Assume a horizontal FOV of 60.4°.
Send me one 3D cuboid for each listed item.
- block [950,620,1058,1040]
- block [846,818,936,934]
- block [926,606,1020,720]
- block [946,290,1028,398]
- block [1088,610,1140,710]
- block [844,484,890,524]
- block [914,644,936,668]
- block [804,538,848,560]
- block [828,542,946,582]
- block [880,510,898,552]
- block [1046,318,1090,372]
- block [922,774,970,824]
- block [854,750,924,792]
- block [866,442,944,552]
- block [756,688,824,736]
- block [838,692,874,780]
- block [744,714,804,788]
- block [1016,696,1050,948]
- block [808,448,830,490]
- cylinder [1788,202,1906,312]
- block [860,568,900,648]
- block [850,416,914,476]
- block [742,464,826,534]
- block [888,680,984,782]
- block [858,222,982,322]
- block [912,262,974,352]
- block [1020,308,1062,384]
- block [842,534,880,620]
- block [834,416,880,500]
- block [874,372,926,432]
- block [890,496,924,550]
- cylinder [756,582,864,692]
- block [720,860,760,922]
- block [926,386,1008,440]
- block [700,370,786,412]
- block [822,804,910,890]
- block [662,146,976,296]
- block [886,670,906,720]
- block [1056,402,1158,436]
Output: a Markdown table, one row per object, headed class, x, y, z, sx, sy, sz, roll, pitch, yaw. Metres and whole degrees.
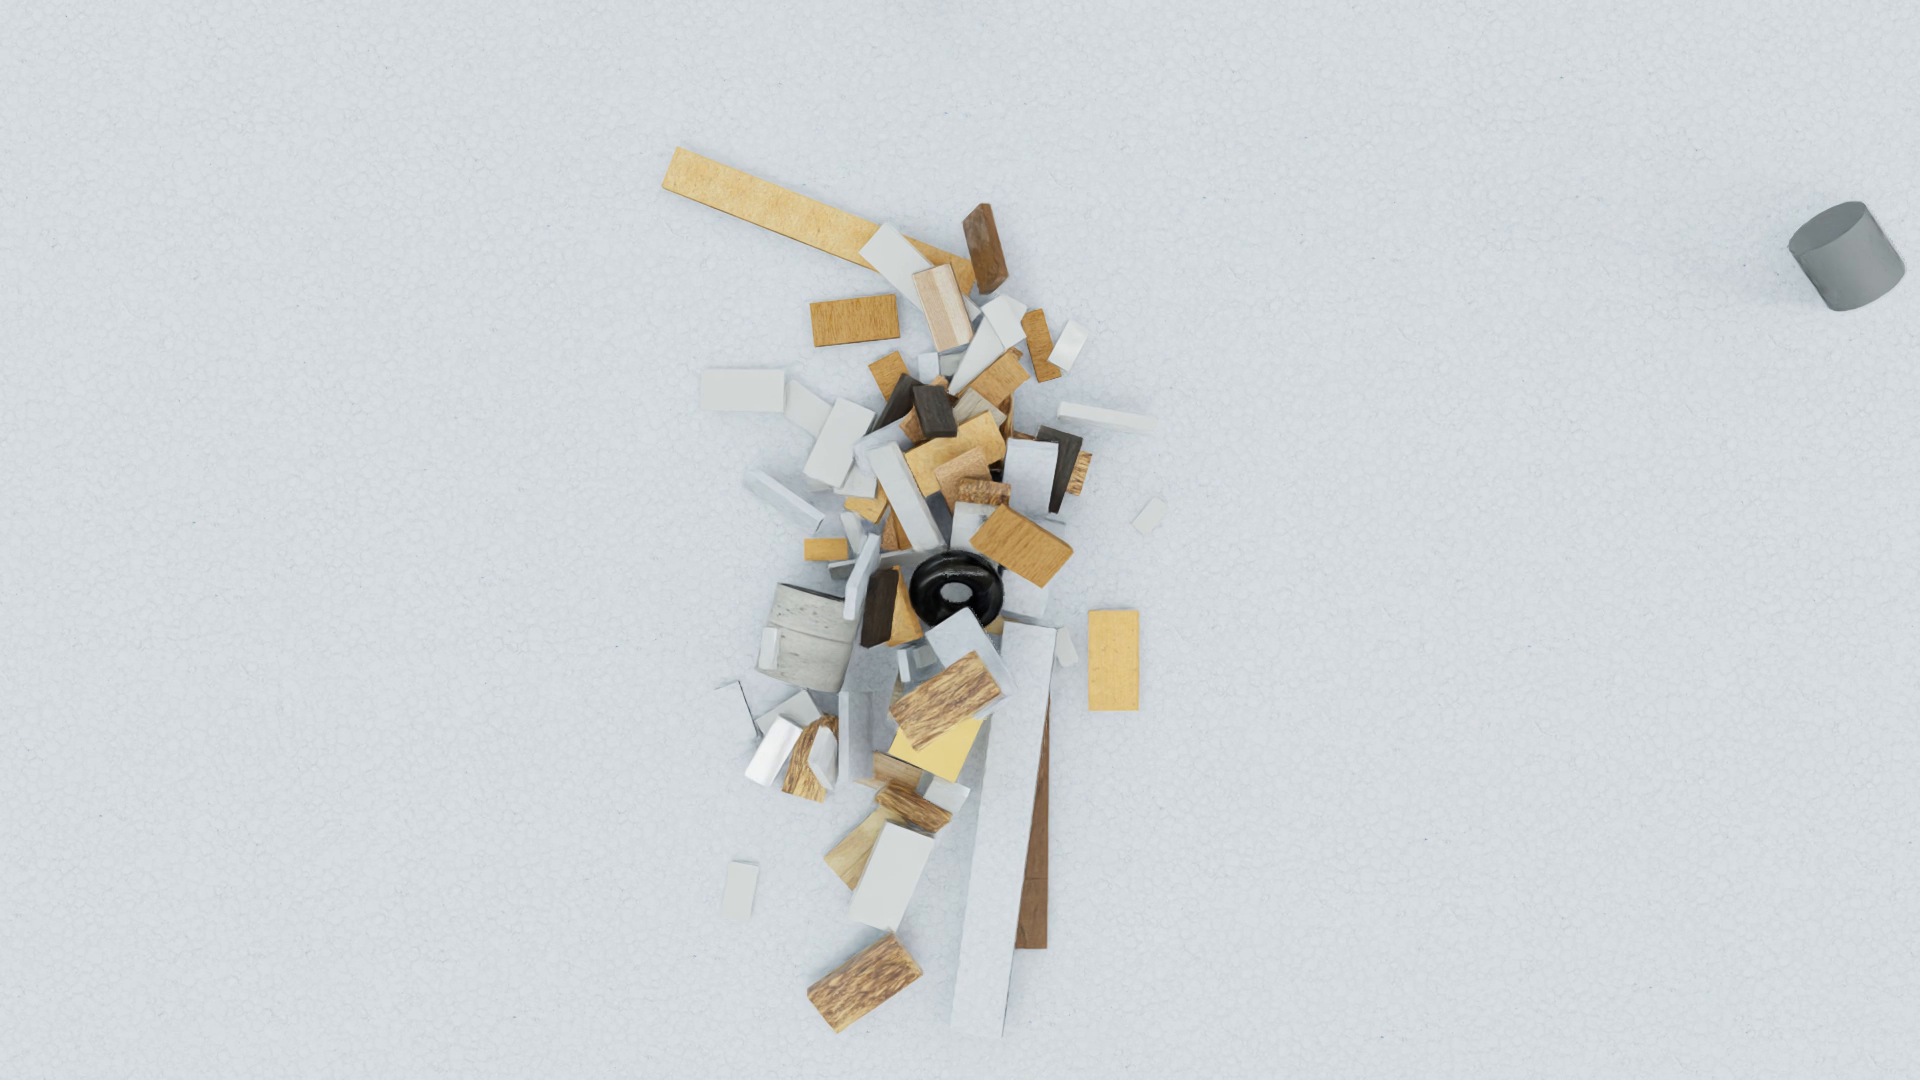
| class | x | y | z | sx | sy | sz | roll | pitch | yaw |
| --- | --- | --- | --- | --- | --- | --- | --- | --- | --- |
| block | 0.145 | 0.955 | 5.447 | 0.173 | 0.049 | 1.365 | 8 | 91 | 10 |
| block | -0.230 | 1.109 | 5.444 | 0.173 | 0.049 | 0.346 | 22 | 95 | -11 |
| block | 0.040 | 0.394 | 5.291 | 0.165 | 0.047 | 0.330 | -33 | 67 | 3 |
| block | 0.088 | -0.625 | 5.411 | 0.112 | 0.032 | 0.369 | 26 | 93 | -13 |
| block | 0.509 | 0.399 | 5.477 | 0.165 | 0.047 | 0.330 | 0 | 90 | 0 |
| block | -0.270 | -0.189 | 5.458 | 0.125 | 0.035 | 0.249 | 27 | 86 | 15 |
| block | -0.115 | 0.381 | 5.437 | 0.018 | 0.130 | 0.065 | -12 | 90 | 22 |
| block | -0.445 | 0.031 | 5.490 | 0.144 | 0.020 | 0.072 | -1 | 90 | 0 |
| block | -0.237 | 0.071 | 5.470 | 0.395 | 0.065 | 0.018 | -11 | 46 | 0 |
| block | -0.194 | -0.054 | 5.464 | 0.095 | 0.027 | 0.191 | 19 | 93 | -24 |
| block | 0.361 | -0.645 | 5.475 | 0.080 | 0.023 | 0.159 | 29 | 83 | -7 |
| block | -0.055 | 0.847 | 5.388 | 0.122 | 0.243 | 0.034 | 24 | 58 | 0 |
| block | -0.252 | 0.775 | 5.483 | 0.235 | 0.033 | 0.117 | 22 | 90 | 0 |
| block | -0.177 | -0.138 | 5.347 | 0.108 | 0.031 | 0.378 | -12 | 113 | 36 |
| block | -0.561 | 0.587 | 5.450 | 0.210 | 0.030 | 0.105 | -33 | 83 | 17 |
| block | -0.340 | 0.640 | 5.399 | 0.040 | 0.143 | 0.285 | -4 | 84 | 32 |
| block | -0.614 | 0.697 | 5.447 | 0.095 | 0.027 | 0.251 | 31 | 109 | 0 |
| block | 0.236 | 0.863 | 5.483 | 0.117 | 0.033 | 0.985 | 1 | 90 | 0 |
| block | -0.471 | -0.237 | 5.490 | 0.072 | 0.020 | 0.144 | -1 | 90 | 0 |
| cylinder | 2.874 | -0.919 | 5.348 | 0.251 | 0.251 | 0.251 | -42 | 104 | 0 |
| block | -0.262 | 0.223 | 5.384 | 0.034 | 0.121 | 0.243 | 19 | 111 | 30 |
| block | -0.236 | -0.308 | 5.380 | 0.228 | 0.032 | 0.114 | -29 | 112 | -22 |
| block | -0.585 | -0.133 | 5.442 | 0.294 | 0.114 | 0.032 | 35 | 63 | 0 |
| block | -0.075 | 0.623 | 5.384 | 0.233 | 0.233 | 0.233 | 24 | 90 | 0 |
| block | -0.130 | -0.852 | 5.433 | 0.426 | 0.038 | 0.133 | 42 | 109 | -7 |
| block | -0.052 | -0.764 | 5.413 | 0.133 | 0.038 | 0.266 | -16 | 106 | 12 |
| block | 0.267 | -0.646 | 5.489 | 0.080 | 0.023 | 0.234 | -16 | 90 | 0 |
| block | -0.314 | 0.116 | 5.283 | 0.035 | 0.317 | 0.125 | 12 | 123 | 6 |
| block | -0.324 | -0.278 | 5.446 | 0.138 | 0.039 | 0.276 | 7 | 81 | 12 |
| block | -0.189 | -0.423 | 5.421 | 0.112 | 0.032 | 0.223 | 29 | 85 | -30 |
| block | -0.167 | -0.083 | 5.437 | 0.108 | 0.031 | 0.216 | -15 | 106 | -19 |
| cylinder | -0.488 | 0.316 | 5.356 | 0.289 | 0.289 | 0.289 | 15 | 90 | 0 |
| block | -0.733 | 1.169 | 5.487 | 0.095 | 0.027 | 0.190 | 10 | 90 | 0 |
| block | -0.006 | -0.328 | 5.370 | 0.156 | 0.044 | 0.312 | 38 | 92 | -14 |
| block | -0.716 | -0.494 | 5.462 | 0.276 | 0.039 | 0.138 | 1 | 86 | 6 |
| block | -0.301 | 1.013 | 5.480 | 0.285 | 0.040 | 0.143 | -42 | 90 | 0 |
| block | -0.461 | -1.041 | 5.480 | 1.080 | 0.040 | 0.143 | 21 | 90 | 0 |
| block | -0.201 | 0.493 | 5.383 | 0.030 | 0.210 | 0.105 | 13 | 112 | 0 |
| block | 0.482 | -0.399 | 5.421 | 0.317 | 0.156 | 0.044 | 10 | 88 | 0 |
